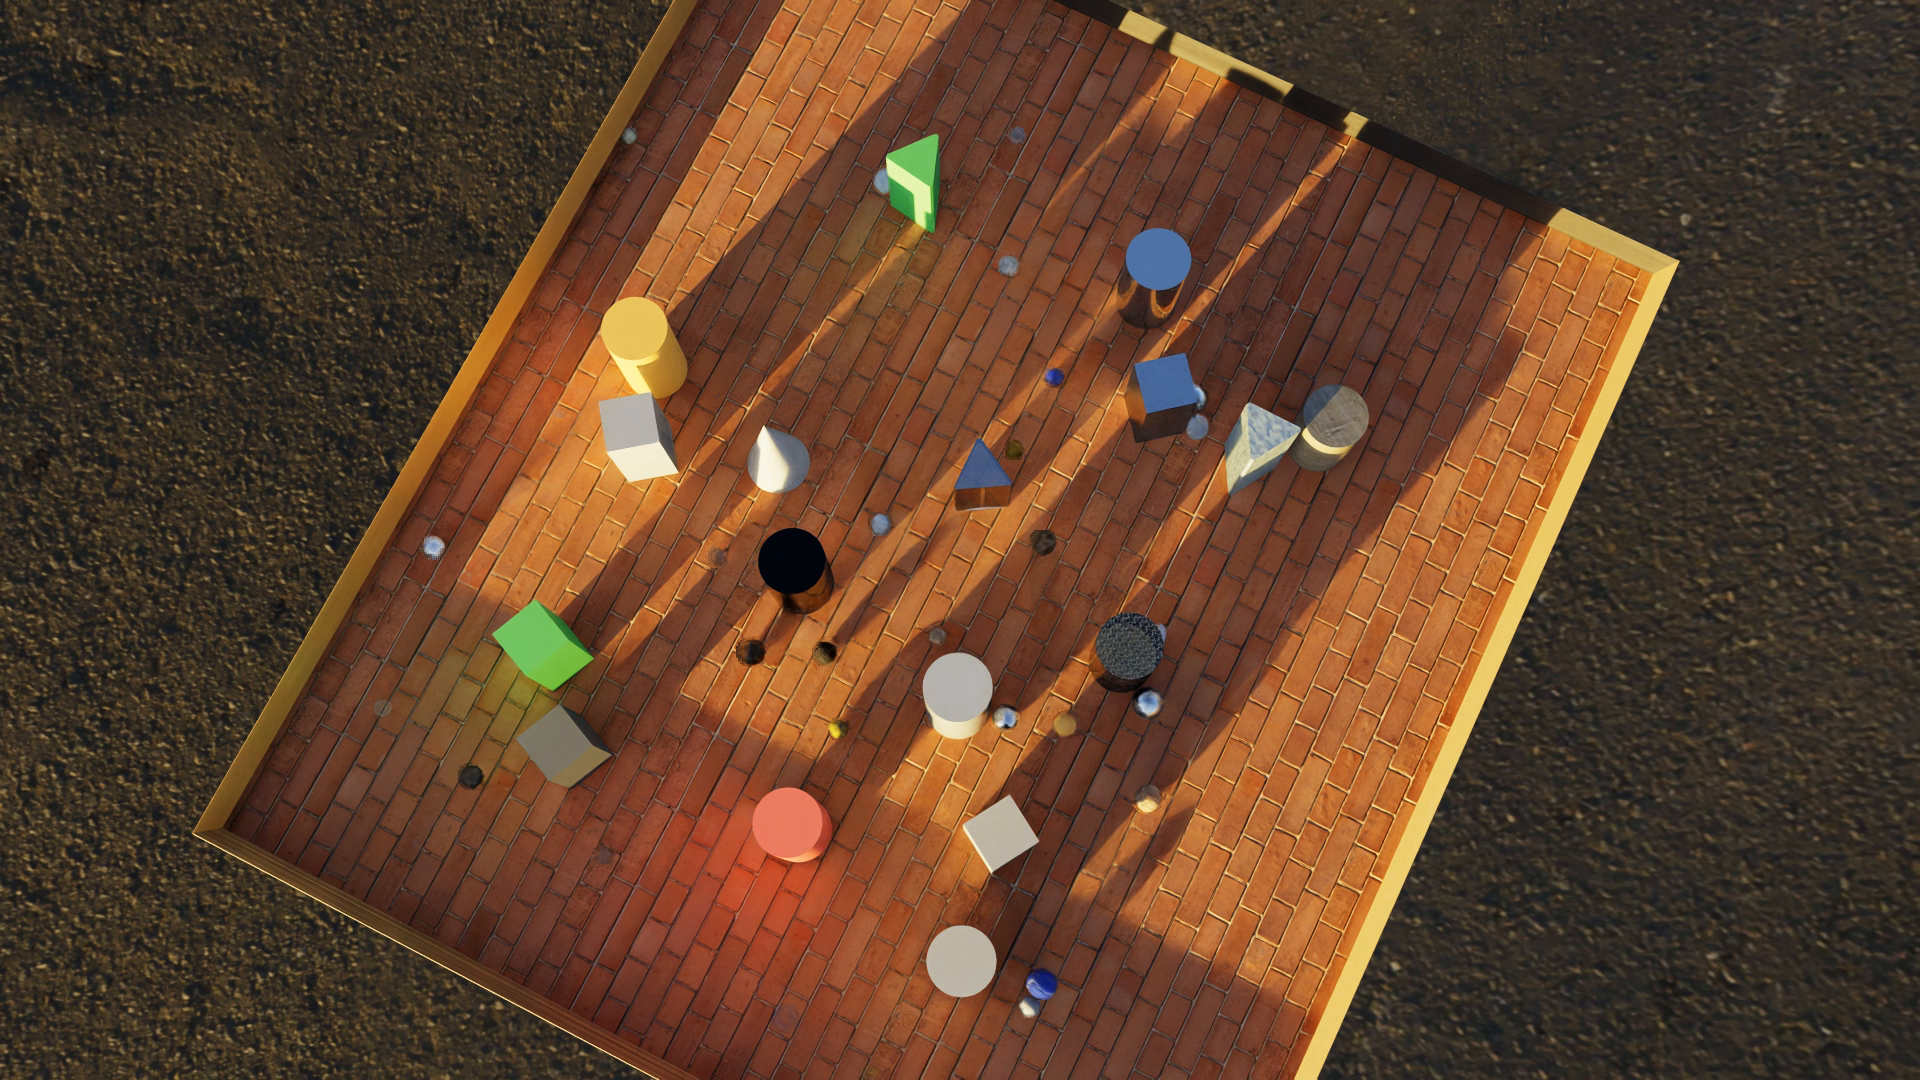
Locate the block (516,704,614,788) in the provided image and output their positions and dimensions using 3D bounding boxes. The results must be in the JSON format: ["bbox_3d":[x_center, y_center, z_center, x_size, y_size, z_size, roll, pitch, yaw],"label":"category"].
[{"bbox_3d":[-1.144,0.603,5.326,0.155,0.325,0.155,-39,81,-7],"label":"block"}]

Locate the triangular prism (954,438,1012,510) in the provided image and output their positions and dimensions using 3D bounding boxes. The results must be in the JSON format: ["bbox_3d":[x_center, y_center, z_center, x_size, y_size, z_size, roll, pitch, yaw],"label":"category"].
[{"bbox_3d":[0.062,-0.199,5.508,0.168,0.293,0.145,-5,78,-1],"label":"triangular prism"}]

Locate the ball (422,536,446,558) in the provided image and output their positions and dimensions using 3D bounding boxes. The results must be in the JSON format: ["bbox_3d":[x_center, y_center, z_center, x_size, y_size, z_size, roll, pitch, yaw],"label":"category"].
[{"bbox_3d":[-1.601,0.022,5.579,0.065,0.065,0.065,0,78,0],"label":"ball"}]

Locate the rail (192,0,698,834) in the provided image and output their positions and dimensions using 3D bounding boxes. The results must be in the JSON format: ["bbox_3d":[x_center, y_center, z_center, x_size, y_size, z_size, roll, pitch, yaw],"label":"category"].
[{"bbox_3d":[-1.410,-0.684,5.693,0.045,0.126,3.558,26,80,5],"label":"rail"}]

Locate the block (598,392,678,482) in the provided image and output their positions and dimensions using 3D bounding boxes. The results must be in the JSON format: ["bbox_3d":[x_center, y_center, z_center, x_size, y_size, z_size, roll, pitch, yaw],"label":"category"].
[{"bbox_3d":[-0.960,-0.305,5.491,0.155,0.369,0.155,-11,79,-2],"label":"block"}]

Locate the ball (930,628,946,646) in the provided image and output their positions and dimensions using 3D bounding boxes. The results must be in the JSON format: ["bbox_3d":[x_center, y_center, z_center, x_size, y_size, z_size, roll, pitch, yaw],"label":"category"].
[{"bbox_3d":[-0.065,0.293,5.530,0.051,0.051,0.051,0,78,0],"label":"ball"}]

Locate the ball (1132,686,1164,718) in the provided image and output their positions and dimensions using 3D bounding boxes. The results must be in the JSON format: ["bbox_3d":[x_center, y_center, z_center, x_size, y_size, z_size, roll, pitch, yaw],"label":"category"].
[{"bbox_3d":[0.563,0.485,5.467,0.097,0.097,0.097,0,78,0],"label":"ball"}]

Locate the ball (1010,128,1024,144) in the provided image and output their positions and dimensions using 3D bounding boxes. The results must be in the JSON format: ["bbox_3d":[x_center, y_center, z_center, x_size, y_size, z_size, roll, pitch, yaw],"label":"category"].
[{"bbox_3d":[0.181,-1.291,5.860,0.046,0.046,0.046,0,78,0],"label":"ball"}]

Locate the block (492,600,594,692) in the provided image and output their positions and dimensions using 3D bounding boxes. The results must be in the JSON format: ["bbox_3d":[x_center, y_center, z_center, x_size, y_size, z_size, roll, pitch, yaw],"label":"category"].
[{"bbox_3d":[-1.214,0.313,5.362,0.155,0.372,0.155,-40,81,-8],"label":"block"}]

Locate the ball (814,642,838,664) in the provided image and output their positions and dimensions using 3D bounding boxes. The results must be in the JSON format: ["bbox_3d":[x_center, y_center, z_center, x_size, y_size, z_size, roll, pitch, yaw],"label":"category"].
[{"bbox_3d":[-0.404,0.339,5.511,0.069,0.069,0.069,0,78,0],"label":"ball"}]

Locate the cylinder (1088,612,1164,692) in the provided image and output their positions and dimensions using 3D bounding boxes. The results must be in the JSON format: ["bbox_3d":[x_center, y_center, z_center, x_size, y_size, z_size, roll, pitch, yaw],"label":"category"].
[{"bbox_3d":[0.485,0.334,5.385,0.194,0.318,0.194,0,78,0],"label":"cylinder"}]

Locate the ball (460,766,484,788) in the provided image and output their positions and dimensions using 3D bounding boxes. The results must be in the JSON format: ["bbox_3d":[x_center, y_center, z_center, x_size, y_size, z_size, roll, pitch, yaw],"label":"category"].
[{"bbox_3d":[-1.448,0.701,5.437,0.067,0.067,0.067,0,78,0],"label":"ball"}]

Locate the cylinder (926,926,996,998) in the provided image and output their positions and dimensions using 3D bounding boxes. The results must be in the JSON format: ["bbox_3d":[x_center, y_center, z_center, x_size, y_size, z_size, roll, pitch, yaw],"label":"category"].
[{"bbox_3d":[0.004,1.194,5.211,0.194,0.309,0.194,0,78,0],"label":"cylinder"}]

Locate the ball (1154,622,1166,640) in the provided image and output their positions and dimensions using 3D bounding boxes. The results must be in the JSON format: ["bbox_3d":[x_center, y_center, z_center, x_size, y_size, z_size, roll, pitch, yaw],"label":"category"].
[{"bbox_3d":[0.591,0.283,5.524,0.067,0.067,0.067,0,78,0],"label":"ball"}]

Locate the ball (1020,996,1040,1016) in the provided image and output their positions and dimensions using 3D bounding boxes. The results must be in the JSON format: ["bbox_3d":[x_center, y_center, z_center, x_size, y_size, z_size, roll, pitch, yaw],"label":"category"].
[{"bbox_3d":[0.201,1.349,5.307,0.059,0.059,0.059,0,78,0],"label":"ball"}]

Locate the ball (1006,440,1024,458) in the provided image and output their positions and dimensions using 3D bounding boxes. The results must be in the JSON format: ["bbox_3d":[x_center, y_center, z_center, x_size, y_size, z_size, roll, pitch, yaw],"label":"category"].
[{"bbox_3d":[0.168,-0.279,5.645,0.057,0.057,0.057,0,78,0],"label":"ball"}]

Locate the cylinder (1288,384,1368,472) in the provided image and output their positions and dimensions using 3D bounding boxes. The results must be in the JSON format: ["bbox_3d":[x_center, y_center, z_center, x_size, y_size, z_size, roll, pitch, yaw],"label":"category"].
[{"bbox_3d":[1.107,-0.335,5.535,0.194,0.295,0.194,0,78,0],"label":"cylinder"}]

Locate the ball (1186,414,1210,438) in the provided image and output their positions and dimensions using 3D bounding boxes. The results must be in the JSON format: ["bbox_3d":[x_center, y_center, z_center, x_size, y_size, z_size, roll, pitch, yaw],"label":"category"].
[{"bbox_3d":[0.731,-0.350,5.651,0.074,0.074,0.074,0,78,0],"label":"ball"}]

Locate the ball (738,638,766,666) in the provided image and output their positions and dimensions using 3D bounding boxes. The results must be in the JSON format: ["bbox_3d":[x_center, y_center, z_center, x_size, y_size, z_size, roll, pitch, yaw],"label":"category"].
[{"bbox_3d":[-0.624,0.337,5.506,0.080,0.080,0.080,0,78,0],"label":"ball"}]

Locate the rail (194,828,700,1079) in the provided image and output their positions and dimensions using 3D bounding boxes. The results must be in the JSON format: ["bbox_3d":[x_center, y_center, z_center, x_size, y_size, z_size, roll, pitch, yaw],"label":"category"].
[{"bbox_3d":[-0.785,1.544,5.232,3.201,0.126,0.045,26,80,5],"label":"rail"}]

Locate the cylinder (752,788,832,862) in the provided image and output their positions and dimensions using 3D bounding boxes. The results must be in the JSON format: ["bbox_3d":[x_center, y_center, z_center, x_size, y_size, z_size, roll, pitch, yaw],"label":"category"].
[{"bbox_3d":[-0.476,0.820,5.248,0.194,0.389,0.194,0,78,0],"label":"cylinder"}]

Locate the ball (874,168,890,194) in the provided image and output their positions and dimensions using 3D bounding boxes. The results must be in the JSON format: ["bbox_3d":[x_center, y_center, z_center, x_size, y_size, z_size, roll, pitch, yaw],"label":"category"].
[{"bbox_3d":[-0.230,-1.139,5.811,0.081,0.081,0.081,0,78,0],"label":"ball"}]

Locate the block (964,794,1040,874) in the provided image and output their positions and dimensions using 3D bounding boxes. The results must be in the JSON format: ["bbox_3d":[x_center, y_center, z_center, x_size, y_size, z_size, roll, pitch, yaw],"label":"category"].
[{"bbox_3d":[0.116,0.852,5.294,0.155,0.286,0.155,-32,80,-6],"label":"block"}]

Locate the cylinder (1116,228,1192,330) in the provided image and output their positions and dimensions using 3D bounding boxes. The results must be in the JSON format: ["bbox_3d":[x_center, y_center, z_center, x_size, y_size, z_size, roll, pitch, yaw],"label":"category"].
[{"bbox_3d":[0.587,-0.793,5.594,0.194,0.366,0.194,0,78,0],"label":"cylinder"}]

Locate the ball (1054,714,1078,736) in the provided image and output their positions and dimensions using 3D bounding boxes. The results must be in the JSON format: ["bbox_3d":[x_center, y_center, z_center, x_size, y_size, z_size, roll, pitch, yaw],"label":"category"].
[{"bbox_3d":[0.316,0.551,5.468,0.067,0.067,0.067,0,78,0],"label":"ball"}]

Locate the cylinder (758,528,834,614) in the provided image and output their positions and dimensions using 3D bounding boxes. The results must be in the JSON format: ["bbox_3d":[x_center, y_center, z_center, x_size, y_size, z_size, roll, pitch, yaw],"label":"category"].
[{"bbox_3d":[-0.481,0.096,5.412,0.194,0.362,0.194,0,78,0],"label":"cylinder"}]

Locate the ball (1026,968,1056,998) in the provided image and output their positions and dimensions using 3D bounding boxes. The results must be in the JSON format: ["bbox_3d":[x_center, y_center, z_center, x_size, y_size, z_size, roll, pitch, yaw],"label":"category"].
[{"bbox_3d":[0.235,1.285,5.307,0.086,0.086,0.086,0,78,0],"label":"ball"}]

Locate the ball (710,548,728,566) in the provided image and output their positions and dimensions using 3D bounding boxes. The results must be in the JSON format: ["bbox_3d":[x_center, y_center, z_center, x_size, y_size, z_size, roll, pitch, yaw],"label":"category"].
[{"bbox_3d":[-0.736,0.052,5.578,0.054,0.054,0.054,0,78,0],"label":"ball"}]

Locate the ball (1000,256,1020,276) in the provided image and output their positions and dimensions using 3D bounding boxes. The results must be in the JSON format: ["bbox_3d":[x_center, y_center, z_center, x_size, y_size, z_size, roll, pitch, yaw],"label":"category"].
[{"bbox_3d":[0.157,-0.861,5.764,0.059,0.059,0.059,0,78,0],"label":"ball"}]

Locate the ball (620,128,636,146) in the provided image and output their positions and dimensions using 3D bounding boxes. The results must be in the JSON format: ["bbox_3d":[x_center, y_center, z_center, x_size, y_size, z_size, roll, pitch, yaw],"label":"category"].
[{"bbox_3d":[-1.061,-1.289,5.856,0.053,0.053,0.053,0,78,0],"label":"ball"}]

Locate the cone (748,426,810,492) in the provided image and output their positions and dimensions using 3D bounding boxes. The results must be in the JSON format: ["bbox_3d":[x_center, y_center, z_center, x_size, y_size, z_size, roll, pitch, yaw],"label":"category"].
[{"bbox_3d":[-0.561,-0.283,5.453,0.194,0.435,0.194,0,78,0],"label":"cone"}]

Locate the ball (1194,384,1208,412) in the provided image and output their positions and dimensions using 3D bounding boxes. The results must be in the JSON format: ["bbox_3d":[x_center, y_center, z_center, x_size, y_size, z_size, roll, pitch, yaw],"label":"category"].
[{"bbox_3d":[0.726,-0.439,5.665,0.083,0.083,0.083,0,78,0],"label":"ball"}]

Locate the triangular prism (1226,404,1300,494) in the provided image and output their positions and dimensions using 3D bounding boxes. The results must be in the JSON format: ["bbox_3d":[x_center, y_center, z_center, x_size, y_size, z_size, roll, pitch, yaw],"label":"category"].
[{"bbox_3d":[0.862,-0.287,5.448,0.168,0.447,0.145,-32,80,-6],"label":"triangular prism"}]

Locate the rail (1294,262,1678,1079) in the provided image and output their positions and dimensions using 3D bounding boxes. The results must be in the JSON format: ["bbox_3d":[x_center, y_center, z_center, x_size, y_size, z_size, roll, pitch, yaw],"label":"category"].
[{"bbox_3d":[1.410,0.697,5.407,0.045,0.126,3.558,26,80,5],"label":"rail"}]

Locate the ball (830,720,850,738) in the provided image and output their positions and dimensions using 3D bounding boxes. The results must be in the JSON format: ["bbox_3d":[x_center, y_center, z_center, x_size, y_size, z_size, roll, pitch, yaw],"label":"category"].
[{"bbox_3d":[-0.358,0.564,5.471,0.056,0.056,0.056,0,78,0],"label":"ball"}]

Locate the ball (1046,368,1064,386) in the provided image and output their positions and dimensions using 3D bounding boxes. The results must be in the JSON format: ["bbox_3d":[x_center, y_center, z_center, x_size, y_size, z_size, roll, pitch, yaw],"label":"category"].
[{"bbox_3d":[0.296,-0.507,5.693,0.055,0.055,0.055,0,78,0],"label":"ball"}]

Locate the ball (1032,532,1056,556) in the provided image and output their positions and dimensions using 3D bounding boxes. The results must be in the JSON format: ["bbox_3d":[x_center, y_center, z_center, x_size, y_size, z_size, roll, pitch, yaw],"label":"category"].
[{"bbox_3d":[0.254,0.010,5.577,0.074,0.074,0.074,0,78,0],"label":"ball"}]

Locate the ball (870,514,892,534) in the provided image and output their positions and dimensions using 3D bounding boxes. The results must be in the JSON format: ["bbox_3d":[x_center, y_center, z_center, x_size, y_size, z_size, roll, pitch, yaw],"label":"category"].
[{"bbox_3d":[-0.241,-0.047,5.594,0.064,0.064,0.064,0,78,0],"label":"ball"}]

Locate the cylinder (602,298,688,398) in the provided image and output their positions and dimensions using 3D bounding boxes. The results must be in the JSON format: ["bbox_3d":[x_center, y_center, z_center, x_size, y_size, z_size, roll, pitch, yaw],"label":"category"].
[{"bbox_3d":[-0.948,-0.575,5.531,0.194,0.401,0.194,0,78,0],"label":"cylinder"}]

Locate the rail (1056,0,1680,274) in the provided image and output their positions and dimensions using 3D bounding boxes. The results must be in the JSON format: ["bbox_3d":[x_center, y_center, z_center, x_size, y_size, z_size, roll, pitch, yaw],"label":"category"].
[{"bbox_3d":[0.785,-1.531,5.868,3.201,0.126,0.045,26,80,5],"label":"rail"}]

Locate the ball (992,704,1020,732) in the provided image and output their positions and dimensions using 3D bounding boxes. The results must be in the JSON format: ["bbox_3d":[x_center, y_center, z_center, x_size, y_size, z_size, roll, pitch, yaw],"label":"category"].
[{"bbox_3d":[0.137,0.530,5.465,0.082,0.082,0.082,0,78,0],"label":"ball"}]

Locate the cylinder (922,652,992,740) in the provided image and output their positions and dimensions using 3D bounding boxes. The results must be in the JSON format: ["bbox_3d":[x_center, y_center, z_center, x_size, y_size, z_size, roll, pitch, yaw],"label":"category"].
[{"bbox_3d":[-0.006,0.454,5.279,0.194,0.476,0.194,0,78,0],"label":"cylinder"}]

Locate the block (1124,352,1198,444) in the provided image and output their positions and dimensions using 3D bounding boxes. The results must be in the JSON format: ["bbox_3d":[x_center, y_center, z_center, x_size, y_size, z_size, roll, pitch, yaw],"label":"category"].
[{"bbox_3d":[0.603,-0.424,5.529,0.155,0.344,0.155,-12,79,-3],"label":"block"}]

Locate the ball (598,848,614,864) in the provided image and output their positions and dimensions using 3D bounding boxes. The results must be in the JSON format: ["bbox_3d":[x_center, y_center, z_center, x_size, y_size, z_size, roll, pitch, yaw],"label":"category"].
[{"bbox_3d":[-1.043,0.933,5.399,0.048,0.048,0.048,0,78,0],"label":"ball"}]

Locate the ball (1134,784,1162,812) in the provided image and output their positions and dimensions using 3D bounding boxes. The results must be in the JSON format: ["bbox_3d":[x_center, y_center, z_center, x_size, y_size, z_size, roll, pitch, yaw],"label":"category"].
[{"bbox_3d":[0.555,0.763,5.417,0.081,0.081,0.081,0,78,0],"label":"ball"}]

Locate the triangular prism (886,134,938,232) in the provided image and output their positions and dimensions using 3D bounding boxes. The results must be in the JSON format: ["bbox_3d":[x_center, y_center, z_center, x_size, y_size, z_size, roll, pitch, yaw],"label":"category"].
[{"bbox_3d":[-0.110,-1.119,5.657,0.168,0.375,0.145,35,80,7],"label":"triangular prism"}]
